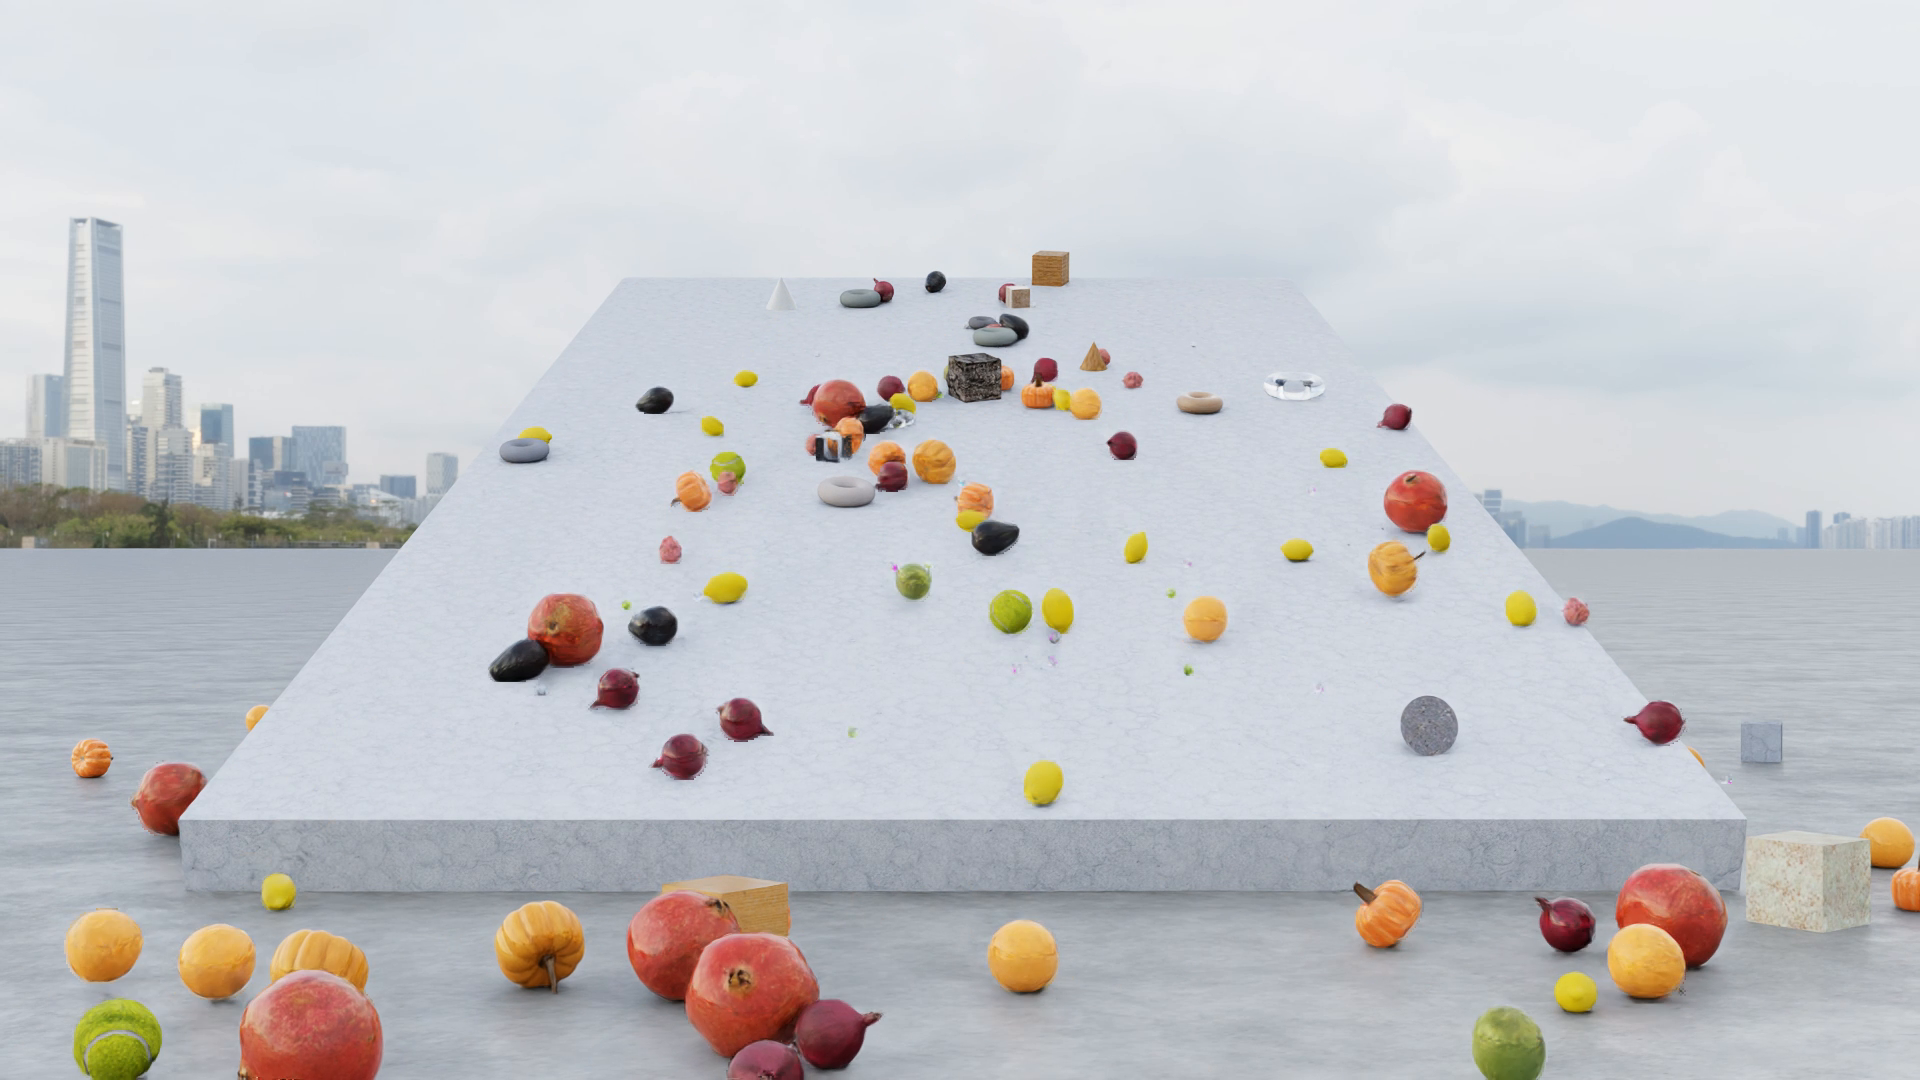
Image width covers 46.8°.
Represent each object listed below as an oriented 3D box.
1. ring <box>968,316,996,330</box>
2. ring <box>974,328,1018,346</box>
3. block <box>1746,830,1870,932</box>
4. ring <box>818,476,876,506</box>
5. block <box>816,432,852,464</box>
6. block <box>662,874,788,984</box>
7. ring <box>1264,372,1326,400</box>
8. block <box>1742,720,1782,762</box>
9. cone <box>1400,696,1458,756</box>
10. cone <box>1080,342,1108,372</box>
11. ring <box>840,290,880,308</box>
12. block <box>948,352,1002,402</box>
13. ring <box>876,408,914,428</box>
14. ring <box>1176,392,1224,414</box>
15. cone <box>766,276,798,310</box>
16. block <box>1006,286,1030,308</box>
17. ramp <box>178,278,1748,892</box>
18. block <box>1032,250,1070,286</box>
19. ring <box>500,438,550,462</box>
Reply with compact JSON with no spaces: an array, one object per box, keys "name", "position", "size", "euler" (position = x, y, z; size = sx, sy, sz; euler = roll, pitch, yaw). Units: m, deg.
[{"name":"ring","position":[0.061,-0.578,5.908],"size":[0.077,0.026,0.077],"euler":[3,19,-1]},{"name":"ring","position":[0.091,-0.522,5.701],"size":[0.114,0.038,0.114],"euler":[0,16,0]},{"name":"block","position":[1.002,0.402,2.617],"size":[0.099,0.099,0.099],"euler":[0,0,-37]},{"name":"ring","position":[-0.218,-0.093,4.262],"size":[0.112,0.037,0.112],"euler":[3,18,-1]},{"name":"block","position":[-0.260,-0.189,4.558],"size":[0.052,0.052,0.052],"euler":[9,19,28]},{"name":"block","position":[-0.245,0.405,2.315],"size":[0.092,0.092,0.092],"euler":[0,0,41]},{"name":"ring","position":[0.774,-0.357,5.134],"size":[0.143,0.048,0.143],"euler":[0,15,0]},{"name":"block","position":[1.654,0.415,4.571],"size":[0.077,0.077,0.077],"euler":[0,0,22]},{"name":"cone","position":[0.637,0.262,3.078],"size":[0.083,0.083,0.083],"euler":[0,-10,-9]},{"name":"cone","position":[0.327,-0.452,5.413],"size":[0.068,0.068,0.068],"euler":[0,17,0]},{"name":"ring","position":[-0.280,-0.678,6.219],"size":[0.115,0.038,0.115],"euler":[0,18,0]},{"name":"block","position":[0.034,-0.375,5.111],"size":[0.092,0.092,0.092],"euler":[-7,18,-24]},{"name":"ring","position":[-0.142,-0.267,4.860],"size":[0.087,0.029,0.087],"euler":[1,17,0]},{"name":"ring","position":[0.540,-0.310,4.995],"size":[0.106,0.035,0.106],"euler":[1,16,0]},{"name":"cone","position":[-0.498,-0.691,6.174],"size":[0.090,0.090,0.090],"euler":[0,17,0]},{"name":"block","position":[0.162,-0.680,6.199],"size":[0.054,0.054,0.054],"euler":[-5,17,-16]},{"name":"ramp","position":[-0.003,-0.168,4.755],"size":[2.000,0.100,4.000],"euler":[0,17,0]},{"name":"block","position":[0.268,-0.802,6.548],"size":[0.090,0.090,0.090],"euler":[5,17,17]},{"name":"ring","position":[-0.899,-0.185,4.573],"size":[0.103,0.034,0.103],"euler":[-1,18,0]}]
